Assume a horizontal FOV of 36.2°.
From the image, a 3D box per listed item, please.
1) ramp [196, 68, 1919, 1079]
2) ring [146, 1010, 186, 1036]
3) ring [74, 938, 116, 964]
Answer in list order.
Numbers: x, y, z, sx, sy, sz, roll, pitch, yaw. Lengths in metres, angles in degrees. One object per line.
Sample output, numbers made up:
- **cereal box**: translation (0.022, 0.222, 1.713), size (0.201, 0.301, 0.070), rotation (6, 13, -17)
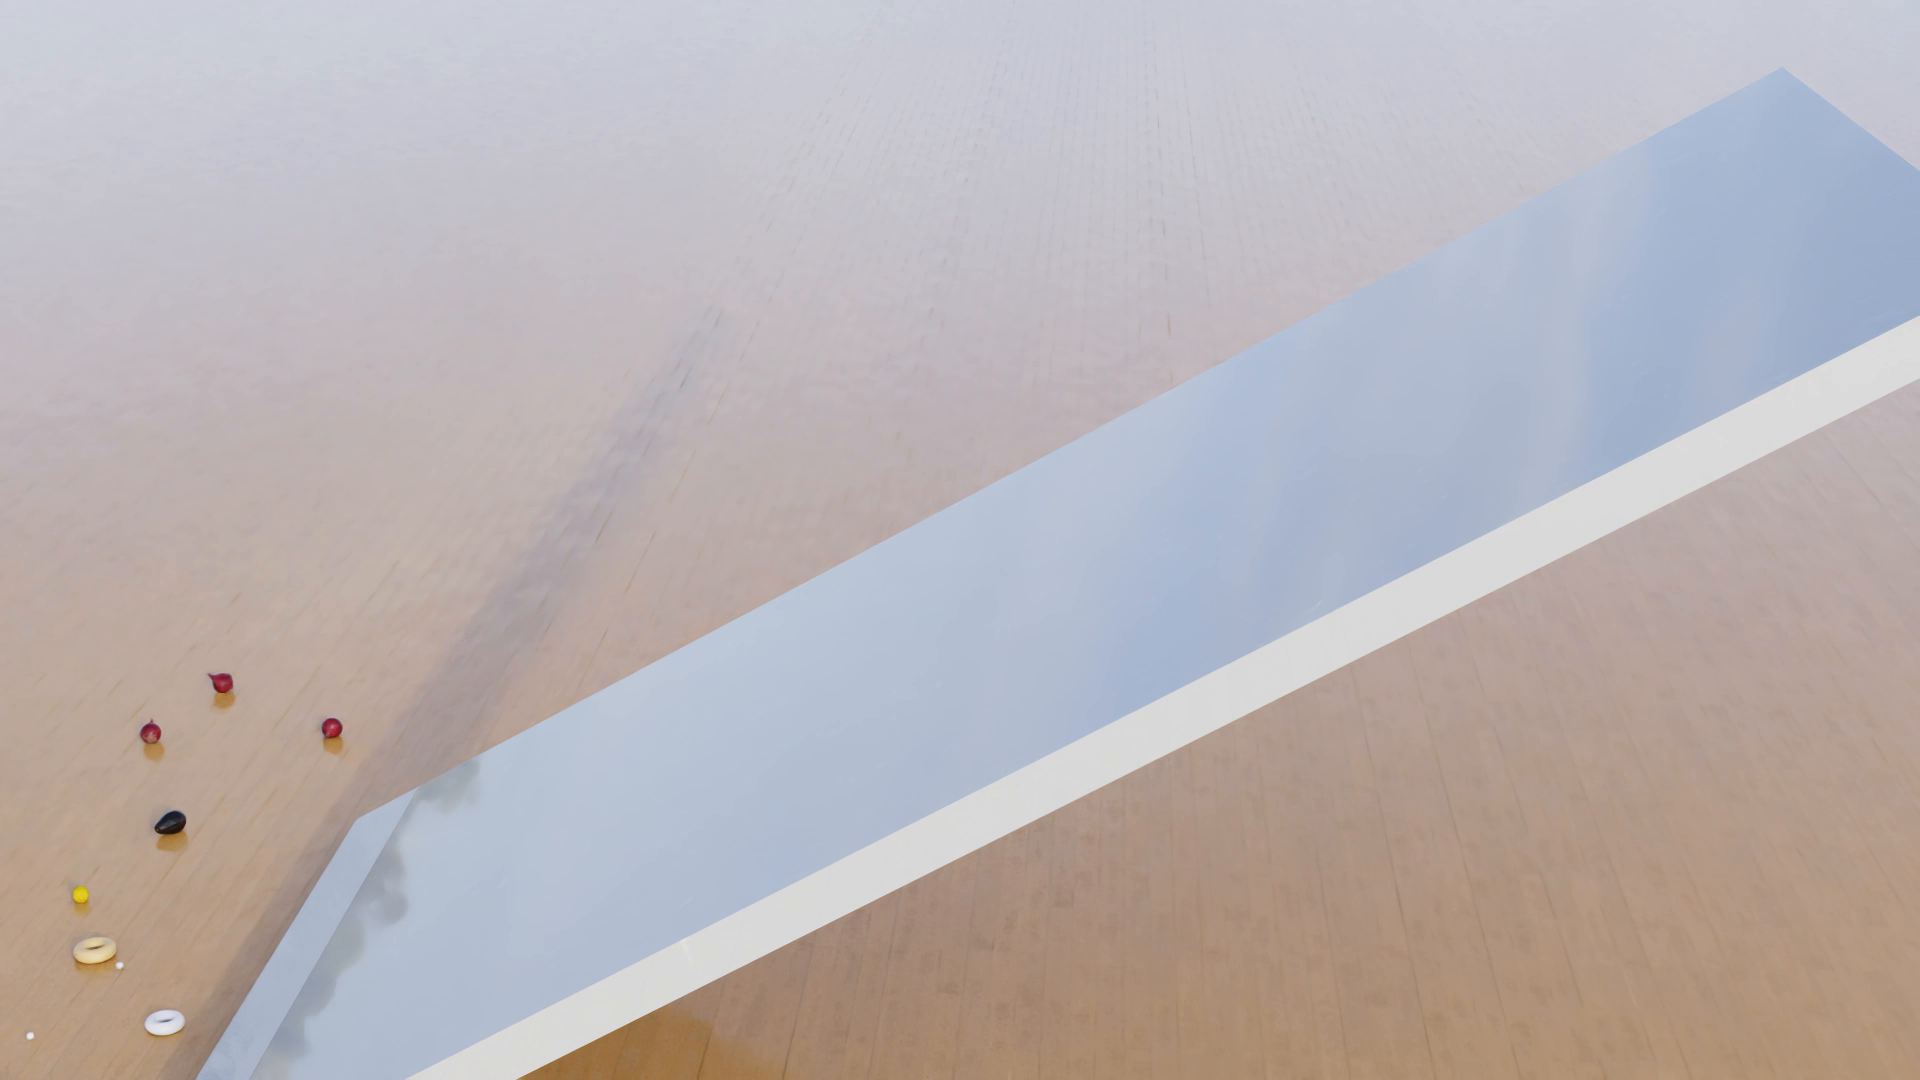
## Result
- **ramp**: translation (0.142, 0.167, 6.283), size (4.000, 0.100, 2.000), rotation (-28, 15, 12)
- **ring**: translation (-1.812, 1.101, 6.707), size (0.089, 0.030, 0.089), rotation (1, 19, 0)
- **ring**: translation (-2.075, 0.984, 7.054), size (0.101, 0.034, 0.101), rotation (-1, 19, 0)
